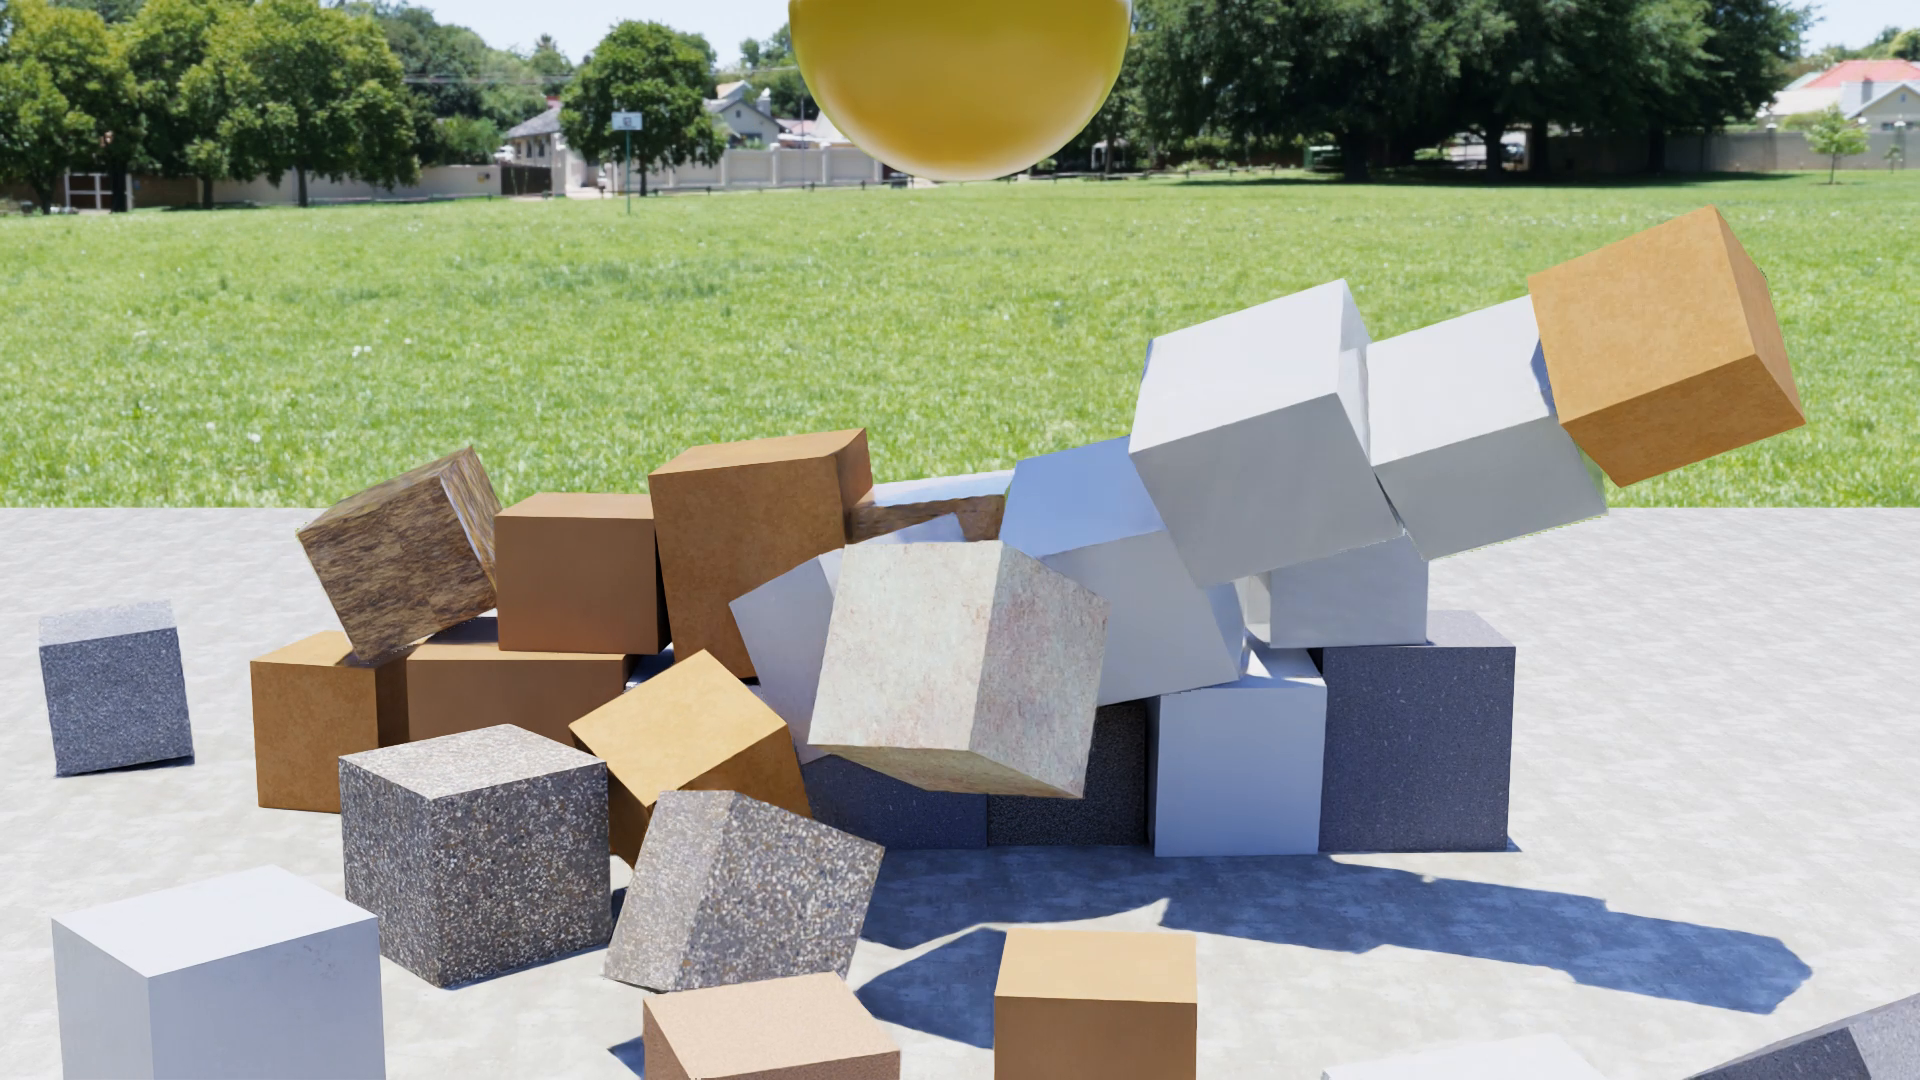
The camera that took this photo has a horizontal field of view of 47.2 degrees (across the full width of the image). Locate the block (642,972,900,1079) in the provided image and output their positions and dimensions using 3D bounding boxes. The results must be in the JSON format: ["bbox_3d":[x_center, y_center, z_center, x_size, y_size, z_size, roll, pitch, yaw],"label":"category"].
[{"bbox_3d":[-0.625,1.902,7.195,0.670,0.683,0.711,-4,11,-20],"label":"block"}]

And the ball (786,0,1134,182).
[{"bbox_3d":[0.000,-2.462,10.167,1.600,1.600,1.600,0,10,0],"label":"ball"}]

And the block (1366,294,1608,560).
[{"bbox_3d":[2.309,-0.496,9.682,0.816,0.661,0.758,-17,43,25],"label":"block"}]

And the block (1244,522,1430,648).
[{"bbox_3d":[1.869,0.082,11.150,0.789,0.757,0.791,-1,10,-6],"label":"block"}]

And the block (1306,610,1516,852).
[{"bbox_3d":[2.253,0.965,11.336,0.953,1.046,0.858,0,10,-1],"label":"block"}]

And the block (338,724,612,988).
[{"bbox_3d":[-2.143,1.368,9.731,0.852,0.827,0.843,-9,14,-41],"label":"block"}]

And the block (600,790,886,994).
[{"bbox_3d":[-0.845,1.439,8.507,0.672,0.761,0.708,24,-17,-26],"label":"block"}]

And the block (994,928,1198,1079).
[{"bbox_3d":[0.496,1.812,7.914,0.696,0.604,0.663,1,10,5],"label":"block"}]

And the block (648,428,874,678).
[{"bbox_3d":[-0.942,0.062,11.178,0.934,1.051,0.940,-6,10,8],"label":"block"}]

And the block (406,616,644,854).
[{"bbox_3d":[-2.186,0.987,11.353,1.059,0.995,0.987,0,10,0],"label":"block"}]

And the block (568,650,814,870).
[{"bbox_3d":[-1.211,1.132,10.075,0.731,0.775,0.735,-30,41,-23],"label":"block"}]

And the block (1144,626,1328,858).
[{"bbox_3d":[1.355,1.012,11.225,0.816,0.891,0.892,-1,17,-3],"label":"block"}]

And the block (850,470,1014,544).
[{"bbox_3d":[-0.070,0.130,11.195,0.770,0.796,0.817,-6,9,8],"label":"block"}]

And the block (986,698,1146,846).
[{"bbox_3d":[0.531,1.121,11.363,0.783,0.728,0.693,0,10,0],"label":"block"}]

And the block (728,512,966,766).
[{"bbox_3d":[-0.392,0.458,10.093,0.845,0.815,0.738,-18,-6,-42],"label":"block"}]

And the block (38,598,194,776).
[{"bbox_3d":[-4.888,0.836,12.732,0.727,0.751,0.860,-8,13,-21],"label":"block"}]

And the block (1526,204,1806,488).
[{"bbox_3d":[2.937,-0.792,9.160,0.801,0.723,0.699,-21,-33,29],"label":"block"}]

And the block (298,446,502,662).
[{"bbox_3d":[-2.827,0.059,11.471,0.785,0.735,0.787,-22,12,5],"label":"block"}]

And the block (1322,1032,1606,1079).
[{"bbox_3d":[1.563,1.985,6.458,0.808,0.675,0.737,-4,20,-19],"label":"block"}]

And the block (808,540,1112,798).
[{"bbox_3d":[0.012,0.543,9.074,0.797,0.841,0.840,-2,-19,36],"label":"block"}]

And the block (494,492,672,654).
[{"bbox_3d":[-1.855,0.158,11.223,0.812,0.683,0.736,1,10,7],"label":"block"}]

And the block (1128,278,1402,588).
[{"bbox_3d":[1.413,-0.482,9.991,0.964,0.805,0.918,-16,33,23],"label":"block"}]

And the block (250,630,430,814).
[{"bbox_3d":[-3.297,0.980,11.936,0.727,0.800,0.764,3,11,14],"label":"block"}]

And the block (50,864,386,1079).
[{"bbox_3d":[-2.719,1.725,8.085,0.866,0.714,0.817,-10,14,-43],"label":"block"}]

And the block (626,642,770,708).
[{"bbox_3d":[-1.238,1.055,11.376,0.824,0.855,0.939,0,10,0],"label":"block"}]

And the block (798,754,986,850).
[{"bbox_3d":[-0.339,1.020,11.364,0.947,0.926,0.852,0,10,0],"label":"block"}]

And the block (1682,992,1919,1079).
[{"bbox_3d":[2.659,1.825,6.383,0.738,0.818,0.799,-7,-22,-35],"label":"block"}]

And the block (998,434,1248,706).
[{"bbox_3d":[0.807,0.136,10.740,0.921,0.936,0.875,-13,33,20],"label":"block"}]
